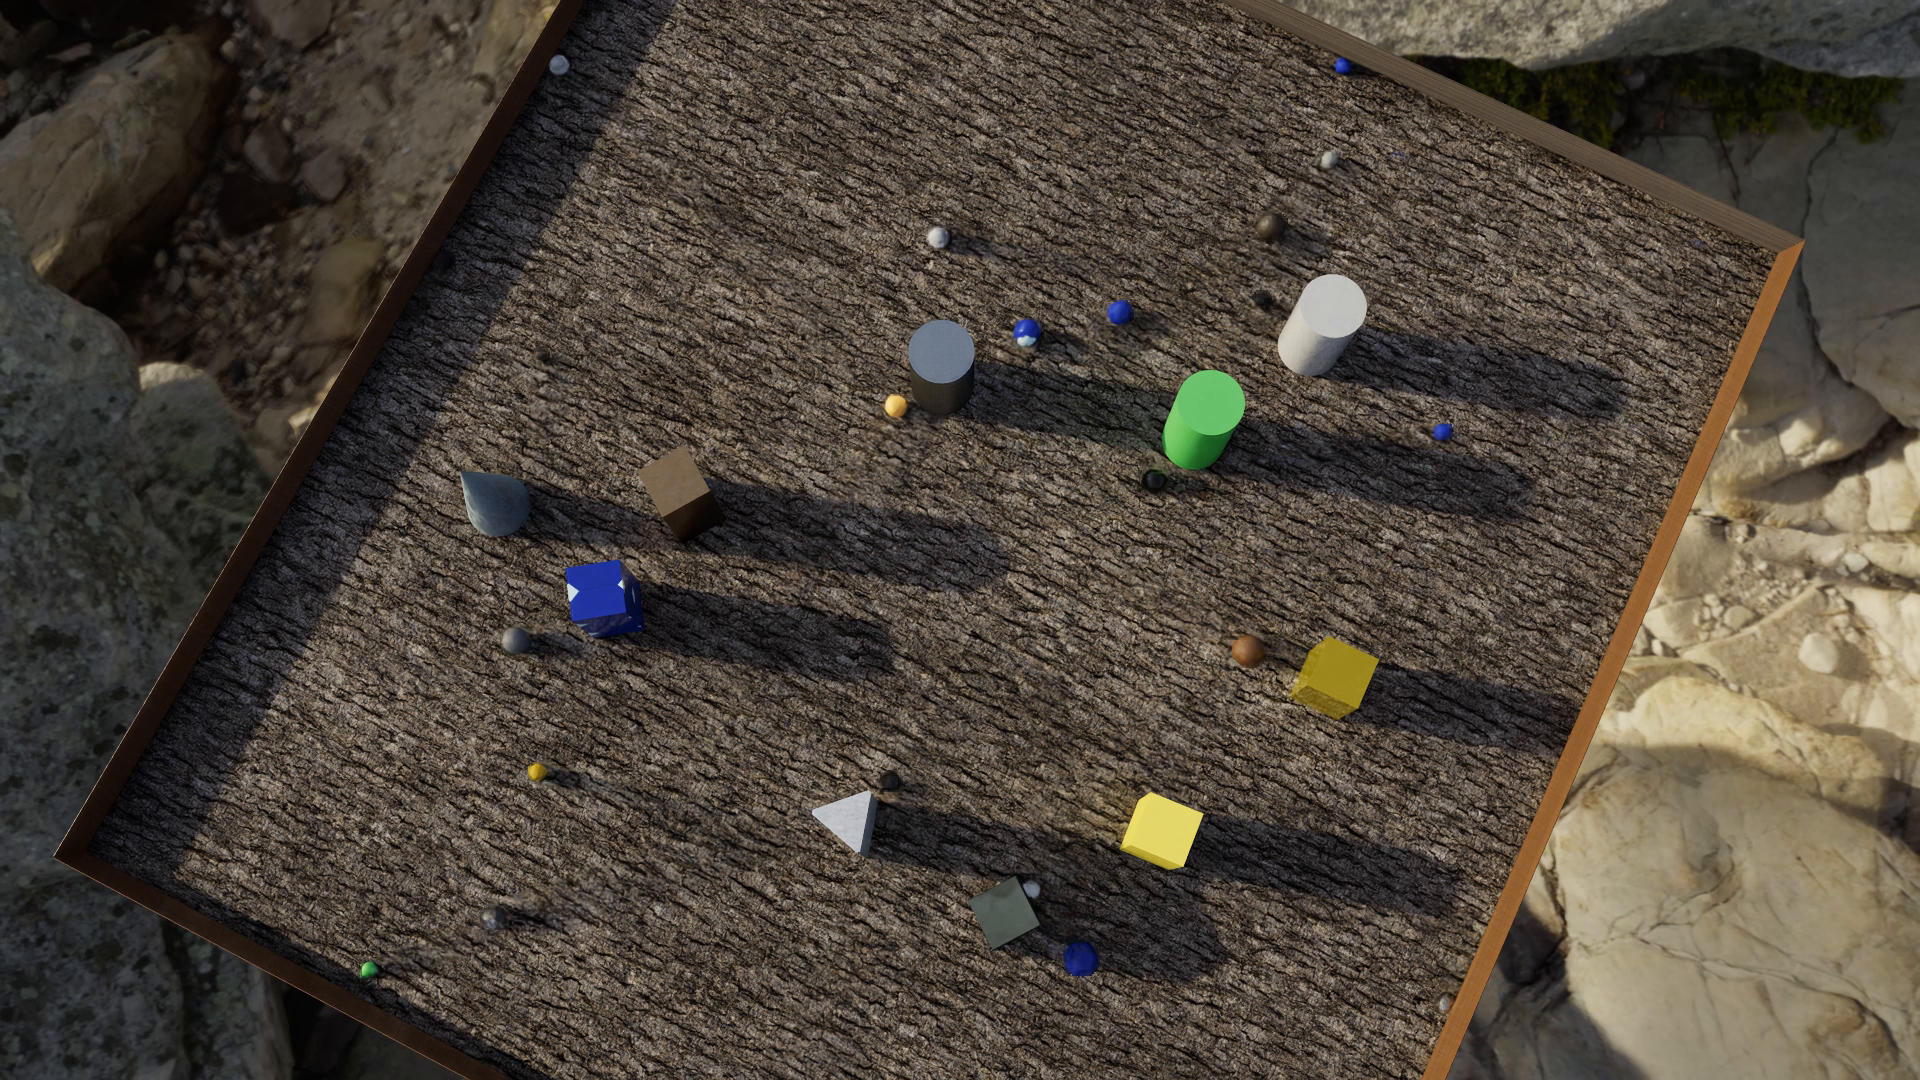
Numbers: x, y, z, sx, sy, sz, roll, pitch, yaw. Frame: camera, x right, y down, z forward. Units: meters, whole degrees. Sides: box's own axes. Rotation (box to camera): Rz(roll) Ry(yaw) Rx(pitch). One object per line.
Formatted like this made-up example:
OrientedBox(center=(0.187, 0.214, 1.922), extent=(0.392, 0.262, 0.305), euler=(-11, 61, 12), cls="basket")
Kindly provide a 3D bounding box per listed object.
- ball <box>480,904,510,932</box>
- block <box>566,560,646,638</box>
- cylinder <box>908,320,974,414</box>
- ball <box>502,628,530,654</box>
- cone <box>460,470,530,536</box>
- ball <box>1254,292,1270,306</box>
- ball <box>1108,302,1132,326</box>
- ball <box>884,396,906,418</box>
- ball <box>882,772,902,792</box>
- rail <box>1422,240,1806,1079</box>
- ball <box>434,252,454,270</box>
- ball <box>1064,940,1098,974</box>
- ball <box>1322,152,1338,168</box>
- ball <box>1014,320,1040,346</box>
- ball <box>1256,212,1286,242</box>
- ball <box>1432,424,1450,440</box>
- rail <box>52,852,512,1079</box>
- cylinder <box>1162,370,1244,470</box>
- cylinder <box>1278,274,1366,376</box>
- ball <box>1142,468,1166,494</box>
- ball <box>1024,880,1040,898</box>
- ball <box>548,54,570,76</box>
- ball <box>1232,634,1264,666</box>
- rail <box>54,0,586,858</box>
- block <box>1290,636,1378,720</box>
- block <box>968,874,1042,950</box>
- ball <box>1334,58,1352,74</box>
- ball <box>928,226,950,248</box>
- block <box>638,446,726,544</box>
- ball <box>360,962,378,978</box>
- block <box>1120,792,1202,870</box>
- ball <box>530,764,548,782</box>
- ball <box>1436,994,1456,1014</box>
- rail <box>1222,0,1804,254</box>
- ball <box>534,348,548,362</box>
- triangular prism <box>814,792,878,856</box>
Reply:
OrientedBox(center=(-1.357, 1.104, 5.346), extent=(0.082, 0.082, 0.082), euler=(0, 78, 0), cls="ball")
OrientedBox(center=(-1.044, 0.177, 5.410), extent=(0.156, 0.332, 0.156), euler=(-9, 78, -2), cls="block")
OrientedBox(center=(-0.055, -0.519, 5.549), extent=(0.195, 0.343, 0.195), euler=(0, 78, 0), cls="cylinder")
OrientedBox(center=(-1.335, 0.303, 5.513), extent=(0.081, 0.081, 0.081), euler=(0, 78, 0), cls="ball")
OrientedBox(center=(-1.419, -0.152, 5.418), extent=(0.195, 0.451, 0.195), euler=(0, 78, 0), cls="cone")
OrientedBox(center=(0.946, -0.756, 5.748), extent=(0.049, 0.049, 0.049), euler=(0, 78, 0), cls="ball")
OrientedBox(center=(0.498, -0.708, 5.725), extent=(0.075, 0.075, 0.075), euler=(0, 78, 0), cls="ball")
OrientedBox(center=(-0.198, -0.413, 5.668), extent=(0.068, 0.068, 0.068), euler=(0, 78, 0), cls="ball")
OrientedBox(center=(-0.203, 0.717, 5.438), extent=(0.058, 0.058, 0.058), euler=(0, 78, 0), cls="ball")
OrientedBox(center=(1.700, 0.839, 5.377), extent=(0.045, 0.127, 4.035), euler=(26, 80, 5), cls="rail")
OrientedBox(center=(-1.626, -0.878, 5.767), extent=(0.061, 0.061, 0.061), euler=(0, 78, 0), cls="ball")
OrientedBox(center=(0.350, 1.212, 5.316), extent=(0.097, 0.097, 0.097), euler=(0, 78, 0), cls="ball")
OrientedBox(center=(1.178, -1.211, 5.840), extent=(0.053, 0.053, 0.053), euler=(0, 78, 0), cls="ball")
OrientedBox(center=(0.208, -0.644, 5.706), extent=(0.085, 0.085, 0.085), euler=(0, 78, 0), cls="ball")
OrientedBox(center=(0.980, -0.986, 5.773), extent=(0.093, 0.093, 0.093), euler=(0, 78, 0), cls="ball")
OrientedBox(center=(1.488, -0.333, 5.658), extent=(0.053, 0.053, 0.053), euler=(0, 78, 0), cls="ball")
OrientedBox(center=(-0.892, 1.753, 5.188), extent=(3.849, 0.127, 0.045), euler=(26, 80, 5), cls="rail")
OrientedBox(center=(0.723, -0.354, 5.478), extent=(0.195, 0.414, 0.195), euler=(0, 78, 0), cls="cylinder")
OrientedBox(center=(1.093, -0.646, 5.554), extent=(0.195, 0.385, 0.195), euler=(0, 78, 0), cls="cylinder")
OrientedBox(center=(0.596, -0.180, 5.615), extent=(0.077, 0.077, 0.077), euler=(0, 78, 0), cls="ball")
OrientedBox(center=(0.209, 1.025, 5.378), extent=(0.052, 0.052, 0.052), euler=(0, 78, 0), cls="ball")
OrientedBox(center=(-1.291, -1.530, 5.900), extent=(0.064, 0.064, 0.064), euler=(0, 78, 0), cls="ball")
OrientedBox(center=(0.865, 0.331, 5.498), extent=(0.098, 0.098, 0.098), euler=(0, 78, 0), cls="ball")
OrientedBox(center=(-1.700, -0.826, 5.722), extent=(0.045, 0.127, 4.035), euler=(26, 80, 5), cls="rail")
OrientedBox(center=(1.095, 0.408, 5.380), extent=(0.156, 0.299, 0.156), euler=(25, 79, 5), cls="block")
OrientedBox(center=(0.127, 1.072, 5.268), extent=(0.156, 0.248, 0.156), euler=(-27, 80, -5), cls="block")
OrientedBox(center=(1.233, -1.528, 5.906), extent=(0.053, 0.053, 0.053), euler=(0, 78, 0), cls="ball")
OrientedBox(center=(-0.066, -0.954, 5.779), extent=(0.068, 0.068, 0.068), euler=(0, 78, 0), cls="ball")
OrientedBox(center=(-0.822, -0.130, 5.447), extent=(0.156, 0.385, 0.156), euler=(-30, 80, -6), cls="block")
OrientedBox(center=(-1.720, 1.250, 5.334), extent=(0.047, 0.047, 0.047), euler=(0, 78, 0), cls="ball")
OrientedBox(center=(0.575, 0.839, 5.261), extent=(0.156, 0.357, 0.156), euler=(22, 79, 4), cls="block")
OrientedBox(center=(-1.253, 0.691, 5.447), extent=(0.051, 0.051, 0.051), euler=(0, 78, 0), cls="ball")
OrientedBox(center=(1.406, 1.343, 5.309), extent=(0.058, 0.058, 0.058), euler=(0, 78, 0), cls="ball")
OrientedBox(center=(0.892, -1.740, 5.911), extent=(3.849, 0.127, 0.045), euler=(26, 80, 5), cls="rail")
OrientedBox(center=(-1.306, -0.579, 5.715), extent=(0.041, 0.041, 0.041), euler=(0, 78, 0), cls="ball")
OrientedBox(center=(-0.294, 0.788, 5.235), extent=(0.169, 0.427, 0.147), euler=(40, 81, 8), cls="triangular prism")
